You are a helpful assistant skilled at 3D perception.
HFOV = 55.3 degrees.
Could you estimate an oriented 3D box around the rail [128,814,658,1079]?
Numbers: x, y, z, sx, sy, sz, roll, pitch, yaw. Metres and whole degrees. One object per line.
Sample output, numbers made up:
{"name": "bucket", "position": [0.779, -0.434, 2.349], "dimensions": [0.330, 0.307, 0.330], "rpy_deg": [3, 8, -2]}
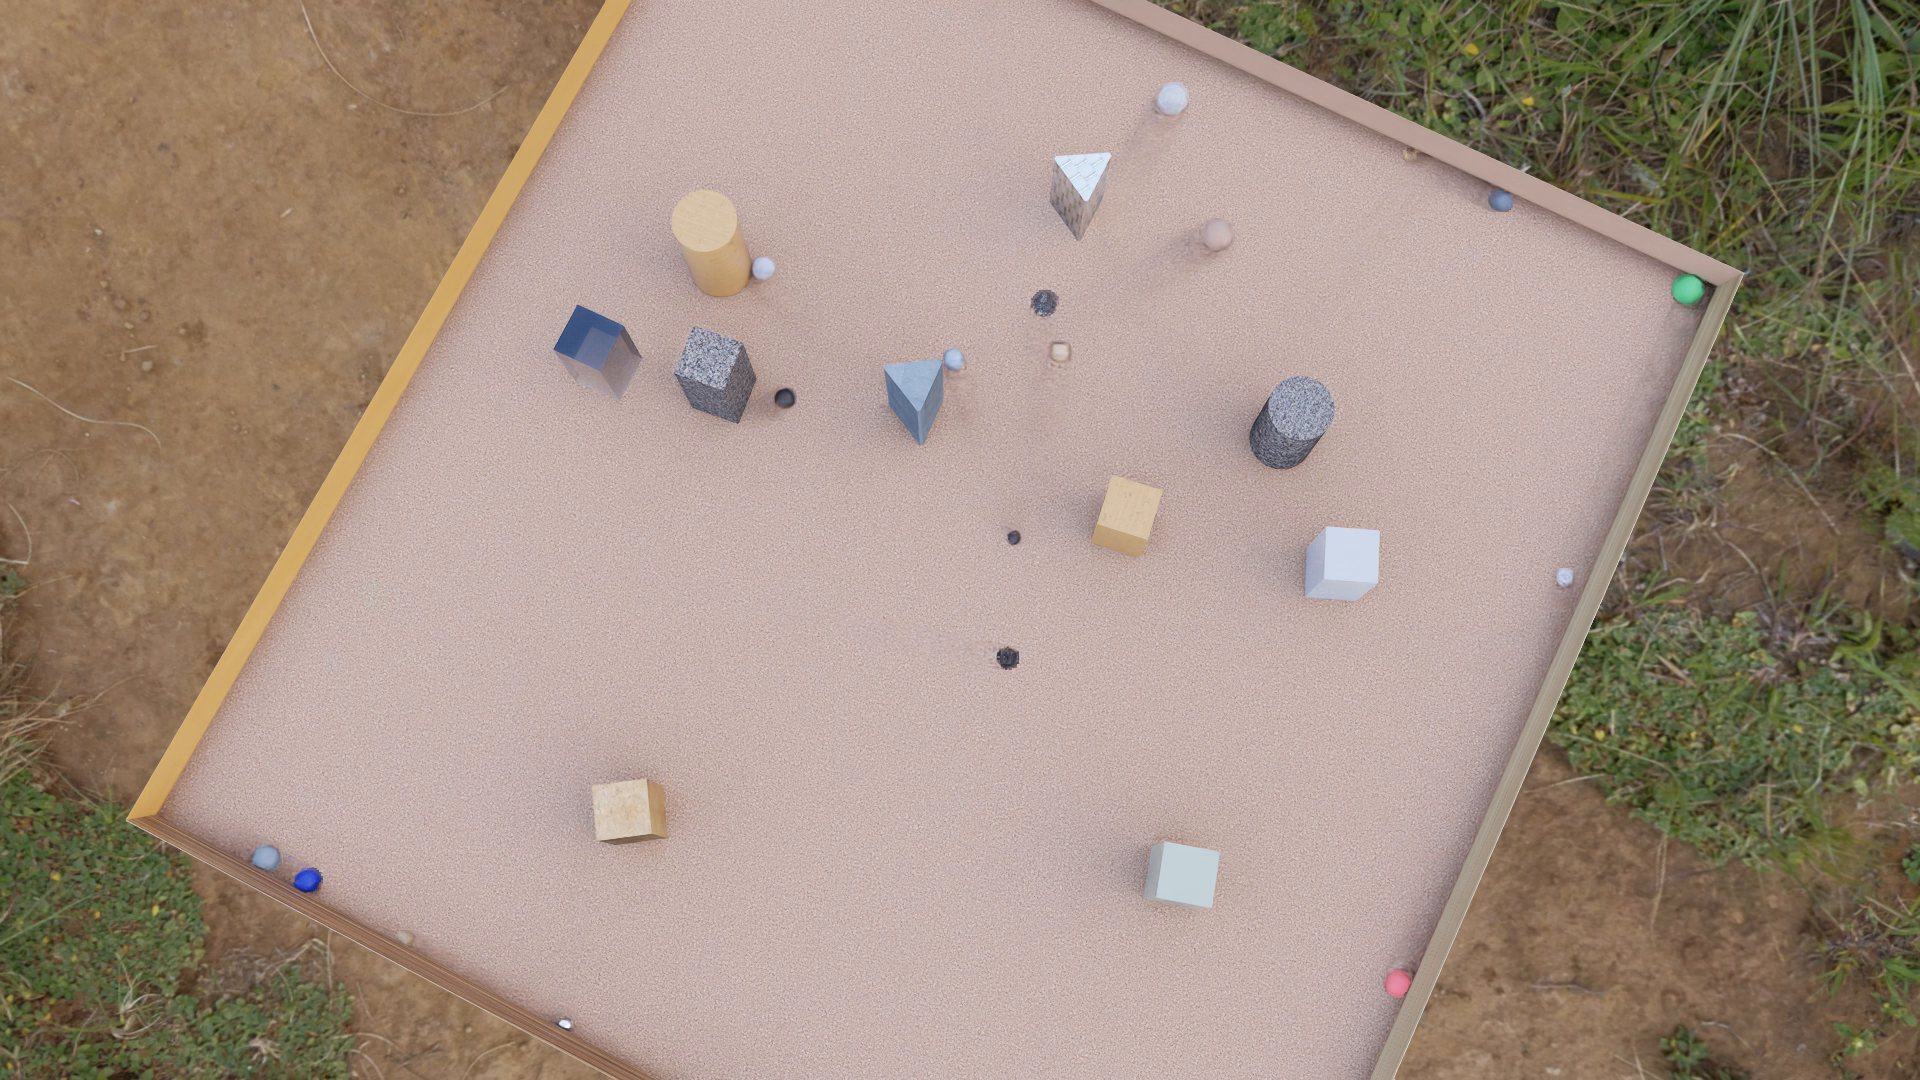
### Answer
{"name": "rail", "position": [-0.809, 1.591, 5.222], "dimensions": [3.586, 0.126, 0.045], "rpy_deg": [26, 80, 5]}

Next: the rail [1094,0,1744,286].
{"name": "rail", "position": [0.809, -1.578, 5.878], "dimensions": [3.586, 0.126, 0.045], "rpy_deg": [26, 80, 5]}

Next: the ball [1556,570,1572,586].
{"name": "ball", "position": [1.837, 0.115, 5.568], "dimensions": [0.048, 0.048, 0.048], "rpy_deg": [0, 78, 0]}

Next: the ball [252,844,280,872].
{"name": "ball", "position": [-2.037, 0.934, 5.383], "dimensions": [0.078, 0.078, 0.078], "rpy_deg": [0, 78, 0]}

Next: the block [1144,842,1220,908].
{"name": "block", "position": [0.630, 0.960, 5.234], "dimensions": [0.155, 0.360, 0.155], "rpy_deg": [10, 78, 2]}

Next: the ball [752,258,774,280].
{"name": "ball", "position": [-0.619, -0.852, 5.757], "dimensions": [0.070, 0.070, 0.070], "rpy_deg": [0, 78, 0]}

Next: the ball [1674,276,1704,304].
{"name": "ball", "position": [2.279, -0.782, 5.732], "dimensions": [0.091, 0.091, 0.091], "rpy_deg": [0, 78, 0]}

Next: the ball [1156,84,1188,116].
{"name": "ball", "position": [0.678, -1.407, 5.859], "dimensions": [0.096, 0.096, 0.096], "rpy_deg": [0, 78, 0]}

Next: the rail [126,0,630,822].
{"name": "rail", "position": [-1.583, -0.768, 5.710], "dimensions": [0.045, 0.126, 3.665], "rpy_deg": [26, 80, 5]}

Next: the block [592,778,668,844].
{"name": "block", "position": [-0.953, 0.789, 5.306], "dimensions": [0.155, 0.289, 0.155], "rpy_deg": [-7, 78, -2]}

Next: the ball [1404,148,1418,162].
{"name": "ball", "position": [1.440, -1.229, 5.850], "dimensions": [0.041, 0.041, 0.041], "rpy_deg": [0, 78, 0]}

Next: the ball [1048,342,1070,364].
{"name": "ball", "position": [0.309, -0.582, 5.701], "dimensions": [0.070, 0.070, 0.070], "rpy_deg": [0, 78, 0]}

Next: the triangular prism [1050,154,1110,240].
{"name": "triangular prism", "position": [0.392, -1.089, 5.672], "dimensions": [0.145, 0.333, 0.168], "rpy_deg": [-33, 80, -6]}

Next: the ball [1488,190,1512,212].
{"name": "ball", "position": [1.710, -1.076, 5.804], "dimensions": [0.069, 0.069, 0.069], "rpy_deg": [0, 78, 0]}

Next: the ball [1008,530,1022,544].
{"name": "ball", "position": [0.166, -0.009, 5.598], "dimensions": [0.041, 0.041, 0.041], "rpy_deg": [0, 78, 0]}

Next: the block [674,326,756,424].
{"name": "block", "position": [-0.734, -0.494, 5.530], "dimensions": [0.155, 0.369, 0.155], "rpy_deg": [20, 79, 4]}

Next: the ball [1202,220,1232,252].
{"name": "ball", "position": [0.809, -0.957, 5.765], "dimensions": [0.097, 0.097, 0.097], "rpy_deg": [0, 78, 0]}

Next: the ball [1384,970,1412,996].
{"name": "ball", "position": [1.270, 1.283, 5.313], "dimensions": [0.075, 0.075, 0.075], "rpy_deg": [0, 78, 0]}

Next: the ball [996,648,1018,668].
{"name": "ball", "position": [0.140, 0.354, 5.511], "dimensions": [0.063, 0.063, 0.063], "rpy_deg": [0, 78, 0]}

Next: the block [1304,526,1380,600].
{"name": "block", "position": [1.134, 0.073, 5.447], "dimensions": [0.155, 0.303, 0.155], "rpy_deg": [5, 78, 1]}

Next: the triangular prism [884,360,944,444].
{"name": "triangular prism", "position": [-0.111, -0.441, 5.508], "dimensions": [0.145, 0.391, 0.168], "rpy_deg": [-36, 81, -7]}

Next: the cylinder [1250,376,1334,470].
{"name": "cylinder", "position": [0.994, -0.349, 5.508], "dimensions": [0.194, 0.355, 0.194], "rpy_deg": [0, 78, 0]}

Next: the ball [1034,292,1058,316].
{"name": "ball", "position": [0.266, -0.736, 5.730], "dimensions": [0.075, 0.075, 0.075], "rpy_deg": [0, 78, 0]}

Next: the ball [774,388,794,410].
{"name": "ball", "position": [-0.544, -0.436, 5.674], "dimensions": [0.064, 0.064, 0.064], "rpy_deg": [0, 78, 0]}

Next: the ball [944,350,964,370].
{"name": "ball", "position": [-0.019, -0.558, 5.700], "dimensions": [0.064, 0.064, 0.064], "rpy_deg": [0, 78, 0]}

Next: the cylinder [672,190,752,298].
{"name": "cylinder", "position": [-0.753, -0.900, 5.597], "dimensions": [0.194, 0.402, 0.194], "rpy_deg": [0, 78, 0]}

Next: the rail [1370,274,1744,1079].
{"name": "rail", "position": [1.583, 0.782, 5.390], "dimensions": [0.045, 0.126, 3.665], "rpy_deg": [26, 80, 5]}

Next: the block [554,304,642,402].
{"name": "block", "position": [-1.096, -0.564, 5.567], "dimensions": [0.155, 0.325, 0.155], "rpy_deg": [25, 79, 5]}

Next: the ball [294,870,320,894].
{"name": "ball", "position": [-1.914, 1.002, 5.373], "dimensions": [0.071, 0.071, 0.071], "rpy_deg": [0, 78, 0]}

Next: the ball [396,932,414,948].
{"name": "ball", "position": [-1.620, 1.168, 5.350], "dimensions": [0.049, 0.049, 0.049], "rpy_deg": [0, 78, 0]}

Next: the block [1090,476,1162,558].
{"name": "block", "position": [0.497, -0.069, 5.495], "dimensions": [0.155, 0.266, 0.155], "rpy_deg": [18, 79, 4]}

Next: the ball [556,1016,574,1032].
{"name": "ball", "position": [-1.144, 1.404, 5.300], "dimensions": [0.050, 0.050, 0.050], "rpy_deg": [0, 78, 0]}
